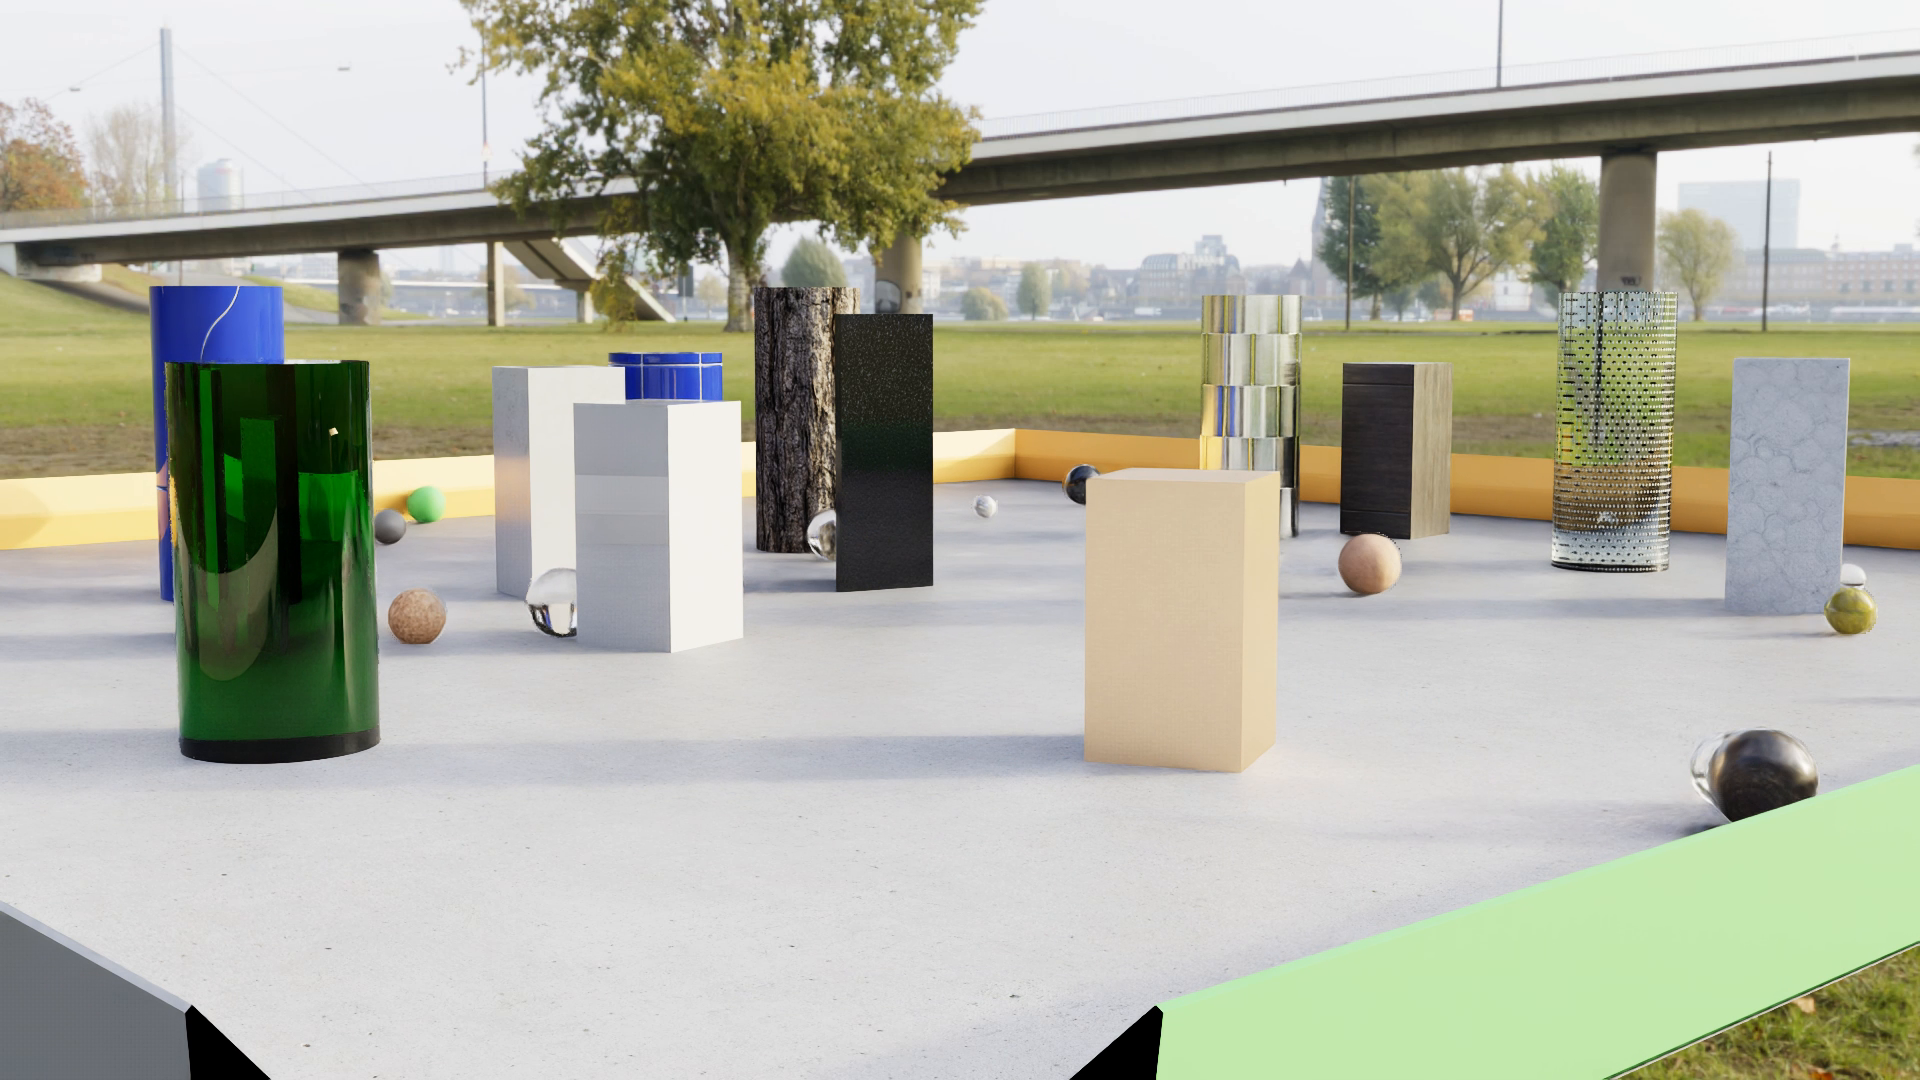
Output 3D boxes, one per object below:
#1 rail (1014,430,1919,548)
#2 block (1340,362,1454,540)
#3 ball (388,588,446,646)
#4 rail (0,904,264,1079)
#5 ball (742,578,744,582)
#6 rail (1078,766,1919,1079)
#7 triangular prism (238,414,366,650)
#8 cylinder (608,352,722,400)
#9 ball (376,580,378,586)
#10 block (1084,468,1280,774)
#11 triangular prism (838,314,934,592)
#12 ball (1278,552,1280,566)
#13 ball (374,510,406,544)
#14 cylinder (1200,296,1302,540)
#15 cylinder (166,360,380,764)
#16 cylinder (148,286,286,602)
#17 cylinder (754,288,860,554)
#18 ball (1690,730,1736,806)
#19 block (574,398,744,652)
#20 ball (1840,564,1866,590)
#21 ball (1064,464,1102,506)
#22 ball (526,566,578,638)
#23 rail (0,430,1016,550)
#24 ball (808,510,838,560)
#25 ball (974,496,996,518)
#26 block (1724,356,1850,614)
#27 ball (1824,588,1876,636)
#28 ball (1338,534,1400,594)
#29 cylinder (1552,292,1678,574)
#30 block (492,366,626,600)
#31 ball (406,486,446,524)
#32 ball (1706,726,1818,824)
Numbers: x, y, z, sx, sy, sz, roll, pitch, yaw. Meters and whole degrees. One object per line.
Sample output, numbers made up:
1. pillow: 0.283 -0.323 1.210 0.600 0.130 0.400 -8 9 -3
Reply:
1. rail: 1.338 -0.095 4.560 0.045 0.128 3.562 -5 8 -42
2. block: 0.869 -0.182 4.380 0.158 0.341 0.158 5 8 40
3. ball: -0.725 0.102 2.935 0.076 0.076 0.076 0 6 0
4. rail: -1.338 0.162 2.104 0.045 0.128 3.562 -5 8 -42
5. ball: -0.364 0.063 3.458 0.046 0.046 0.046 0 6 0
6. rail: 1.192 0.167 2.047 3.689 0.128 0.045 -5 8 -42
7. triangular prism: -0.930 -0.019 2.997 0.148 0.304 0.171 4 7 33
8. cylinder: -0.512 -0.140 3.836 0.198 0.371 0.198 0 6 0
9. ball: -0.901 0.064 3.216 0.094 0.094 0.094 0 6 0
10. block: 0.225 0.075 2.210 0.158 0.281 0.158 2 6 20
11. triangular prism: -0.153 -0.147 3.570 0.171 0.439 0.148 -3 7 -29
12. ball: 0.505 0.032 3.677 0.061 0.061 0.061 0 6 0
13. ball: -1.091 -0.025 4.202 0.065 0.065 0.065 0 6 0
14. cylinder: 0.574 -0.245 4.348 0.198 0.474 0.198 0 6 0
15. cylinder: -0.698 0.015 2.243 0.198 0.393 0.198 0 6 0
16. cylinder: -1.151 -0.153 3.429 0.198 0.481 0.198 0 6 0
17. cylinder: -0.284 -0.227 4.115 0.198 0.487 0.198 0 6 0
18. ball: 0.689 0.206 1.965 0.071 0.071 0.071 0 6 0
19. block: -0.405 -0.024 2.960 0.158 0.323 0.158 4 7 30
20. ball: 1.378 0.064 3.411 0.054 0.054 0.054 0 6 0
21. ball: 0.286 -0.126 5.045 0.093 0.093 0.093 0 6 0
22. ball: -0.541 0.085 2.992 0.098 0.098 0.098 0 6 0
23. rail: -1.192 -0.101 4.616 3.689 0.128 0.045 -5 8 -42
24. ball: -0.229 -0.009 3.939 0.089 0.089 0.089 0 6 0
25. ball: 0.055 -0.072 4.742 0.046 0.046 0.046 0 6 0
26. block: 1.244 -0.086 3.304 0.158 0.373 0.158 2 6 23
27. ball: 1.225 0.098 3.025 0.066 0.066 0.066 0 6 0
28. ball: 0.642 0.038 3.451 0.097 0.097 0.097 0 6 0
29. cylinder: 1.134 -0.190 3.813 0.198 0.475 0.198 0 6 0
30. block: -0.631 -0.094 3.466 0.158 0.357 0.158 -4 7 -32
31. ball: -1.119 -0.074 4.611 0.079 0.079 0.079 0 6 0
32. ball: 0.688 0.205 1.885 0.090 0.090 0.090 0 6 0
